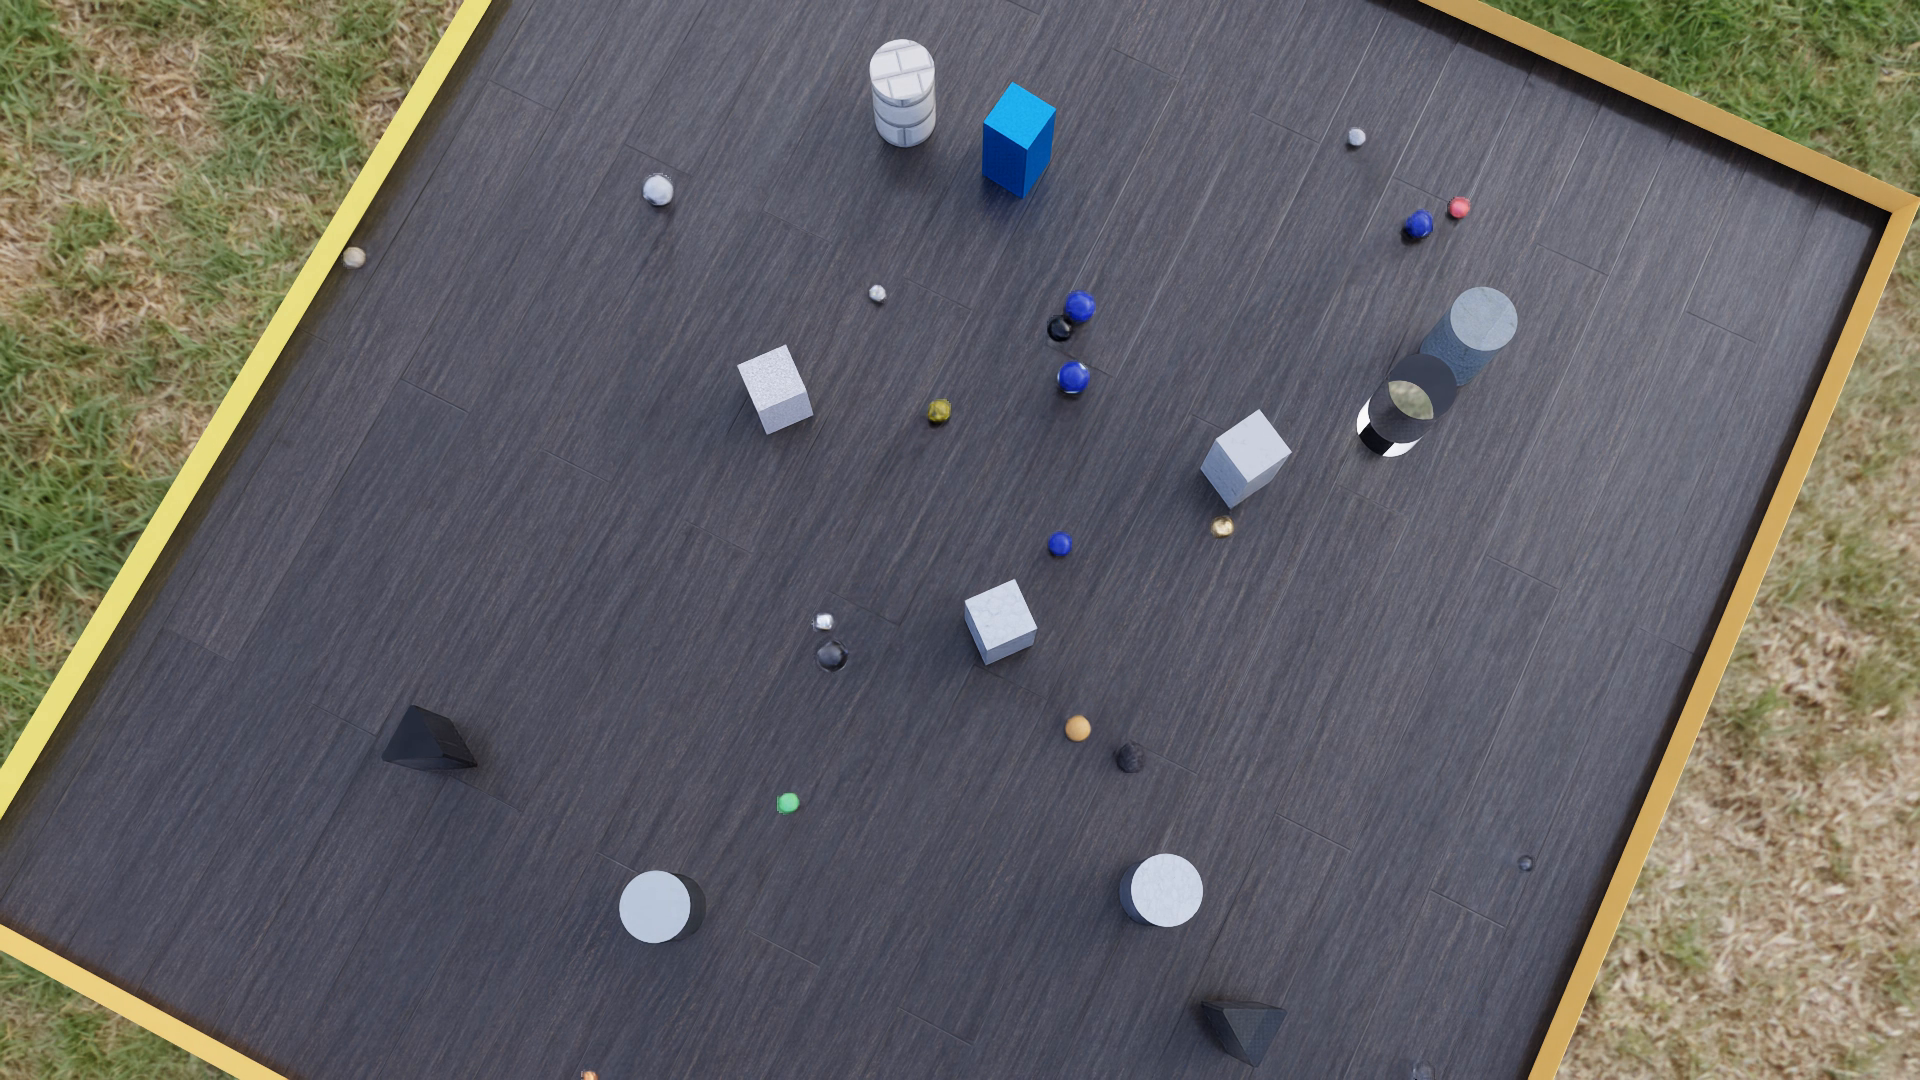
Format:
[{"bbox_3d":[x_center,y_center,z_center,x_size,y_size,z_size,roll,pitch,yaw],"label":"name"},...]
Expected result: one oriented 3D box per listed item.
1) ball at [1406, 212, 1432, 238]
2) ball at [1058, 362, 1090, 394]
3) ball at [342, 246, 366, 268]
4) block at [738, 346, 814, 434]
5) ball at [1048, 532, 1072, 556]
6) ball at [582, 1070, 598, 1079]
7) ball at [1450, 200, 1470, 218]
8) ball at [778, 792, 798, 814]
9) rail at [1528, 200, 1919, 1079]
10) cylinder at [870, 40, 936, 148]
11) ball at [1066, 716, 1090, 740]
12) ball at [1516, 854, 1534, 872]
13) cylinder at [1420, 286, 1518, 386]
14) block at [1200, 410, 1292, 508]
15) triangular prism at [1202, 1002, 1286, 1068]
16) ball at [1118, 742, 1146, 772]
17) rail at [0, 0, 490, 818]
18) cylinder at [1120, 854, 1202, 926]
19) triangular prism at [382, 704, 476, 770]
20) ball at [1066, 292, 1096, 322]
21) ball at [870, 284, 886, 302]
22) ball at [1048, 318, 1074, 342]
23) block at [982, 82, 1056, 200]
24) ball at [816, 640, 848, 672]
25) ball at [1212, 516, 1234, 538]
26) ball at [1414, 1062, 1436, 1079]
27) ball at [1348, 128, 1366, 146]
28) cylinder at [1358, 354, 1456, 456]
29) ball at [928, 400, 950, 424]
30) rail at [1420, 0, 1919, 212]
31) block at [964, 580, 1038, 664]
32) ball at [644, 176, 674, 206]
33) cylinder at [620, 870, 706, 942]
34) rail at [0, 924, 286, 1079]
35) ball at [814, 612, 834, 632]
[{"bbox_3d":[1.447,-0.994,5.780,0.082,0.082,0.082,0,78,0],"label":"ball"},{"bbox_3d":[0.351,-0.501,5.670,0.098,0.098,0.098,0,78,0],"label":"ball"},{"bbox_3d":[-1.906,-0.889,5.766,0.067,0.067,0.067,0,78,0],"label":"ball"},{"bbox_3d":[-0.559,-0.454,5.576,0.157,0.263,0.157,-24,79,-5],"label":"block"},{"bbox_3d":[0.305,0.013,5.577,0.073,0.073,0.073,0,78,0],"label":"ball"},{"bbox_3d":[-1.065,1.549,5.275,0.042,0.042,0.042,0,78,0],"label":"ball"},{"bbox_3d":[1.581,-1.048,5.803,0.059,0.059,0.059,0,78,0],"label":"ball"},{"bbox_3d":[-0.507,0.778,5.425,0.060,0.060,0.060,0,78,0],"label":"ball"},{"bbox_3d":[1.944,0.958,5.352,0.045,0.128,4.610,26,80,5],"label":"rail"},{"bbox_3d":[-0.176,-1.391,5.726,0.197,0.350,0.197,0,78,0],"label":"cylinder"},{"bbox_3d":[0.351,0.561,5.462,0.076,0.076,0.076,0,78,0],"label":"ball"},{"bbox_3d":[1.665,0.952,5.394,0.049,0.049,0.049,0,78,0],"label":"ball"},{"bbox_3d":[1.536,-0.611,5.554,0.197,0.370,0.197,0,78,0],"label":"cylinder"},{"bbox_3d":[0.851,-0.238,5.485,0.157,0.355,0.157,-34,80,-7],"label":"block"},{"bbox_3d":[0.765,1.337,5.105,0.148,0.460,0.170,31,80,6],"label":"triangular prism"},{"bbox_3d":[0.511,0.645,5.439,0.086,0.086,0.086,0,78,0],"label":"ball"},{"bbox_3d":[-1.944,-0.945,5.746,0.045,0.128,4.610,26,80,5],"label":"rail"},{"bbox_3d":[0.567,0.999,5.211,0.197,0.389,0.197,0,78,0],"label":"cylinder"},{"bbox_3d":[-1.532,0.571,5.307,0.170,0.374,0.148,-4,78,-1],"label":"triangular prism"},{"bbox_3d":[0.375,-0.726,5.719,0.094,0.094,0.094,0,78,0],"label":"ball"},{"bbox_3d":[-0.259,-0.774,5.750,0.052,0.052,0.052,0,78,0],"label":"ball"},{"bbox_3d":[0.313,-0.655,5.712,0.079,0.079,0.079,0,78,0],"label":"ball"},{"bbox_3d":[0.179,-1.231,5.675,0.157,0.385,0.157,33,80,6],"label":"block"},{"bbox_3d":[-0.383,0.349,5.495,0.097,0.097,0.097,0,78,0],"label":"ball"},{"bbox_3d":[0.804,-0.040,5.590,0.069,0.069,0.069,0,78,0],"label":"ball"},{"bbox_3d":[1.335,1.531,5.268,0.063,0.063,0.063,0,78,0],"label":"ball"},{"bbox_3d":[1.268,-1.287,5.856,0.053,0.053,0.053,0,78,0],"label":"ball"},{"bbox_3d":[1.331,-0.398,5.480,0.197,0.429,0.197,0,78,0],"label":"cylinder"},{"bbox_3d":[-0.066,-0.396,5.662,0.072,0.072,0.072,0,78,0],"label":"ball"},{"bbox_3d":[1.020,-1.991,5.962,4.393,0.128,0.045,26,80,5],"label":"rail"},{"bbox_3d":[0.117,0.246,5.403,0.157,0.318,0.157,-23,79,-5],"label":"block"},{"bbox_3d":[-0.954,-1.104,5.797,0.094,0.094,0.094,0,78,0],"label":"ball"},{"bbox_3d":[-0.844,1.048,5.232,0.197,0.328,0.197,0,78,0],"label":"cylinder"},{"bbox_3d":[-1.020,2.005,5.135,4.393,0.128,0.045,26,80,5],"label":"rail"},{"bbox_3d":[-0.410,0.249,5.534,0.061,0.061,0.061,0,78,0],"label":"ball"}]
